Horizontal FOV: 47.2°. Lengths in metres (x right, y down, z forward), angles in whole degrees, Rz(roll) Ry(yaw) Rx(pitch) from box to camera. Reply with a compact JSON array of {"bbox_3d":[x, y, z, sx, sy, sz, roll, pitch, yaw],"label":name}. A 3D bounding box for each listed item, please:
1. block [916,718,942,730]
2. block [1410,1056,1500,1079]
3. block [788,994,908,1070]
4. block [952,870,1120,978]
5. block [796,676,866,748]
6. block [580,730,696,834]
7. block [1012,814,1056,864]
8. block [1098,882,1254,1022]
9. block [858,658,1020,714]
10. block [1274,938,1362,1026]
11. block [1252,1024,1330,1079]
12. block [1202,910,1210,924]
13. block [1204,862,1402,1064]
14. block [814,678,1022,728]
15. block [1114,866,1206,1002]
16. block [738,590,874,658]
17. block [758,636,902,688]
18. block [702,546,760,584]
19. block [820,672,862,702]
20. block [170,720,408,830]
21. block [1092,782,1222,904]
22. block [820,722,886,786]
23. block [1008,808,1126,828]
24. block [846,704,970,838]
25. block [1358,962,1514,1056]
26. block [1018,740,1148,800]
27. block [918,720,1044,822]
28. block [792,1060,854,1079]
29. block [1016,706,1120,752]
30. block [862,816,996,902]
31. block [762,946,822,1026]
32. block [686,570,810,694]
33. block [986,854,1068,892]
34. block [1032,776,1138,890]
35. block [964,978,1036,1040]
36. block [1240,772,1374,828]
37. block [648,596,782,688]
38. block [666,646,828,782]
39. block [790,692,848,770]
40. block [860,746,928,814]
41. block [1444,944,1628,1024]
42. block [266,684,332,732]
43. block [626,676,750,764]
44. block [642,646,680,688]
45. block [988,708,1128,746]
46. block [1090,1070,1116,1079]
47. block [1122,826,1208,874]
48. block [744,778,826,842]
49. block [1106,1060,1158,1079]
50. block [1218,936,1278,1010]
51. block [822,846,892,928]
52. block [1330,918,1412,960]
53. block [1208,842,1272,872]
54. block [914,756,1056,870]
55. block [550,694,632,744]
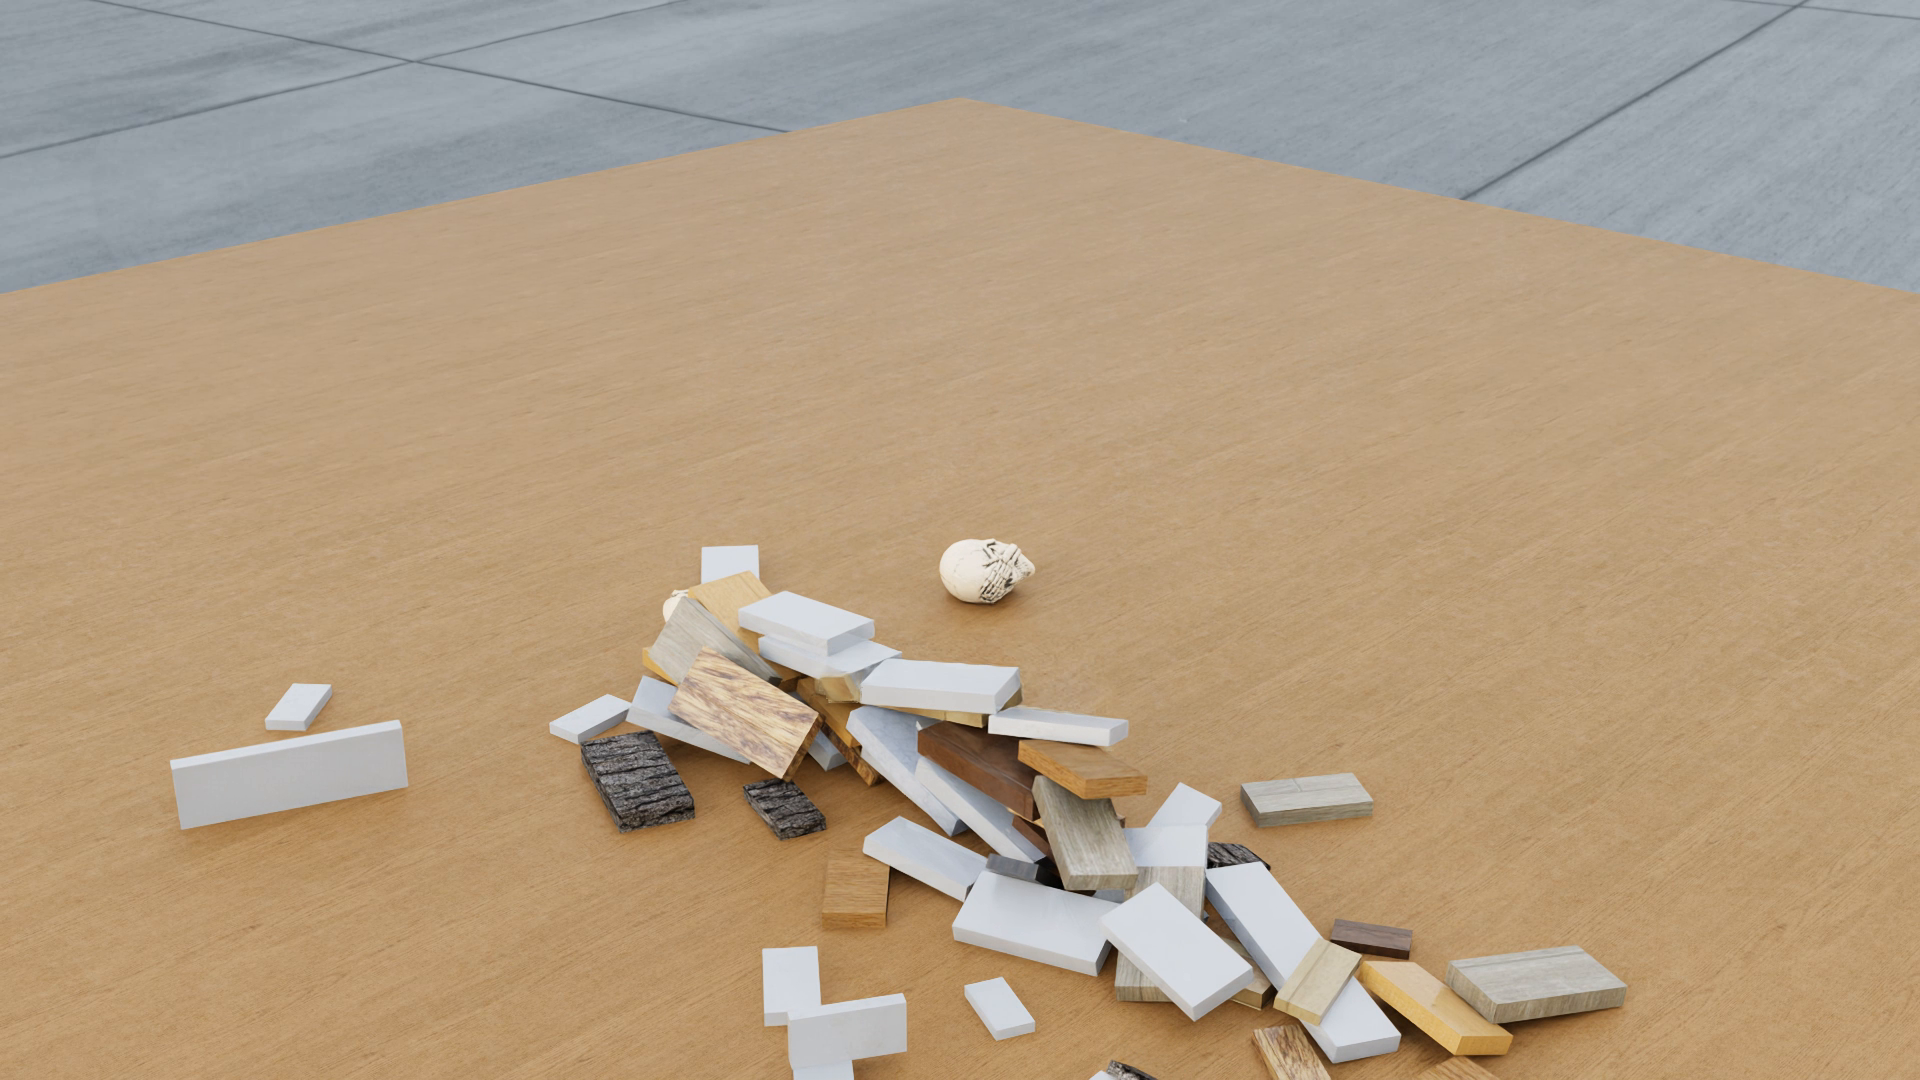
[{"bbox_3d":[-0.046,0.406,4.498,0.050,0.014,0.101,-6,43,-28],"label":"block"},{"bbox_3d":[0.766,0.919,3.549,0.252,0.036,0.126,-16,28,-33],"label":"block"},{"bbox_3d":[-0.187,0.814,3.646,0.195,0.098,0.028,-6,24,-14],"label":"block"},{"bbox_3d":[0.143,0.698,4.012,0.281,0.040,0.140,10,43,23],"label":"block"},{"bbox_3d":[-0.243,0.353,4.624,0.104,0.030,0.209,-14,40,-34],"label":"block"},{"bbox_3d":[-0.668,0.494,4.540,0.154,0.044,0.326,-9,25,-21],"label":"block"},{"bbox_3d":[0.209,0.583,4.236,0.103,0.029,0.207,-20,47,-39],"label":"block"},{"bbox_3d":[0.377,0.717,3.850,0.132,0.037,0.265,-29,41,-21],"label":"block"},{"bbox_3d":[-0.041,0.294,4.438,0.291,0.041,0.145,3,19,21],"label":"block"},{"bbox_3d":[0.618,0.760,3.790,0.082,0.023,0.203,20,30,23],"label":"block"},{"bbox_3d":[0.554,0.872,3.676,0.082,0.023,0.165,-5,23,-11],"label":"block"},{"bbox_3d":[0.391,0.668,4.097,0.072,0.020,0.144,-14,47,-35],"label":"block"},{"bbox_3d":[0.592,0.738,3.891,0.126,0.036,0.501,-5,30,-22],"label":"block"},{"bbox_3d":[-0.089,0.307,4.543,0.425,0.041,0.145,9,22,35],"label":"block"},{"bbox_3d":[0.361,0.702,3.937,0.140,0.040,0.281,-2,39,12],"label":"block"},{"bbox_3d":[-0.329,0.177,4.696,0.275,0.039,0.138,16,27,40],"label":"block"},{"bbox_3d":[-0.274,0.241,4.634,0.145,0.041,0.291,-21,27,-41],"label":"block"},{"bbox_3d":[-0.574,0.090,5.498,0.142,0.040,0.284,-2,23,-5],"label":"block"},{"bbox_3d":[-0.244,0.298,4.463,0.016,0.058,0.115,-30,11,-26],"label":"block"},{"bbox_3d":[-1.357,0.475,4.465,0.449,0.138,0.039,-9,25,-21],"label":"block"},{"bbox_3d":[0.357,0.601,4.104,0.093,0.026,0.339,25,59,30],"label":"block"},{"bbox_3d":[-0.209,0.419,4.625,0.104,0.030,0.209,-19,54,-40],"label":"block"},{"bbox_3d":[0.204,0.526,4.226,0.207,0.029,0.103,22,31,38],"label":"block"},{"bbox_3d":[-0.059,0.448,4.492,0.171,0.048,0.341,-20,51,-39],"label":"block"},{"bbox_3d":[0.813,0.802,3.774,0.126,0.036,0.252,9,15,-34],"label":"block"},{"bbox_3d":[0.230,0.430,4.162,0.132,0.037,0.265,-1,11,-26],"label":"block"},{"bbox_3d":[0.091,0.436,4.327,0.171,0.048,0.341,-18,31,-37],"label":"block"},{"bbox_3d":[-0.216,0.918,3.561,0.098,0.028,0.267,-3,23,-6],"label":"block"},{"bbox_3d":[0.090,0.399,4.656,0.505,0.040,0.142,5,26,33],"label":"block"},{"bbox_3d":[-0.056,0.611,4.224,0.236,0.033,0.118,22,26,27],"label":"block"},{"bbox_3d":[-0.297,0.785,3.876,0.098,0.028,0.196,-2,23,-5],"label":"block"},{"bbox_3d":[-0.437,0.203,4.783,0.163,0.046,0.327,-17,50,-38],"label":"block"},{"bbox_3d":[0.127,0.625,4.101,0.098,0.028,0.196,10,-14,23],"label":"block"},{"bbox_3d":[0.230,0.540,4.075,0.132,0.037,0.265,2,36,-16],"label":"block"},{"bbox_3d":[0.068,0.813,3.818,0.072,0.020,0.144,-9,25,-20],"label":"block"},{"bbox_3d":[0.704,0.528,4.473,0.240,0.034,0.120,-5,23,-10],"label":"block"},{"bbox_3d":[-0.526,0.271,4.703,0.309,0.154,0.044,38,13,32],"label":"block"},{"bbox_3d":[-0.443,0.359,4.564,0.309,0.154,0.044,28,-4,24],"label":"block"},{"bbox_3d":[-0.320,0.348,4.729,0.163,0.046,0.327,-20,51,-40],"label":"block"},{"bbox_3d":[-0.096,0.476,4.536,0.104,0.030,0.209,-20,44,-40],"label":"block"},{"bbox_3d":[1.005,0.774,3.837,0.281,0.040,0.140,-2,22,-24],"label":"block"},{"bbox_3d":[-1.460,0.369,4.860,0.087,0.025,0.175,2,23,4],"label":"block"},{"bbox_3d":[-0.563,0.382,4.684,0.275,0.039,0.138,20,23,-6],"label":"block"},{"bbox_3d":[-0.583,0.290,4.935,0.142,0.040,0.284,-10,20,-34],"label":"block"},{"bbox_3d":[0.193,0.366,4.314,0.249,0.033,0.118,4,6,22],"label":"block"},{"bbox_3d":[0.149,0.963,3.448,0.120,0.034,0.399,18,29,36],"label":"block"},{"bbox_3d":[0.365,0.579,4.082,0.186,0.026,0.093,-4,47,14],"label":"block"},{"bbox_3d":[-0.356,0.541,4.450,0.098,0.028,0.196,-11,25,-25],"label":"block"},{"bbox_3d":[0.325,0.893,3.568,0.165,0.023,0.082,19,-9,37],"label":"block"},{"bbox_3d":[0.458,0.758,3.930,0.240,0.034,0.120,15,27,31],"label":"block"},{"bbox_3d":[-0.194,0.657,4.169,0.118,0.033,0.236,0,23,1],"label":"block"},{"bbox_3d":[0.752,0.729,4.017,0.141,0.020,0.071,6,24,14],"label":"block"},{"bbox_3d":[0.495,0.610,4.209,0.186,0.026,0.093,10,15,-34],"label":"block"},{"bbox_3d":[0.087,0.522,4.353,0.171,0.048,0.341,-20,46,-39],"label":"block"},{"bbox_3d":[-0.802,0.391,4.808,0.087,0.025,0.175,17,28,34],"label":"block"}]
